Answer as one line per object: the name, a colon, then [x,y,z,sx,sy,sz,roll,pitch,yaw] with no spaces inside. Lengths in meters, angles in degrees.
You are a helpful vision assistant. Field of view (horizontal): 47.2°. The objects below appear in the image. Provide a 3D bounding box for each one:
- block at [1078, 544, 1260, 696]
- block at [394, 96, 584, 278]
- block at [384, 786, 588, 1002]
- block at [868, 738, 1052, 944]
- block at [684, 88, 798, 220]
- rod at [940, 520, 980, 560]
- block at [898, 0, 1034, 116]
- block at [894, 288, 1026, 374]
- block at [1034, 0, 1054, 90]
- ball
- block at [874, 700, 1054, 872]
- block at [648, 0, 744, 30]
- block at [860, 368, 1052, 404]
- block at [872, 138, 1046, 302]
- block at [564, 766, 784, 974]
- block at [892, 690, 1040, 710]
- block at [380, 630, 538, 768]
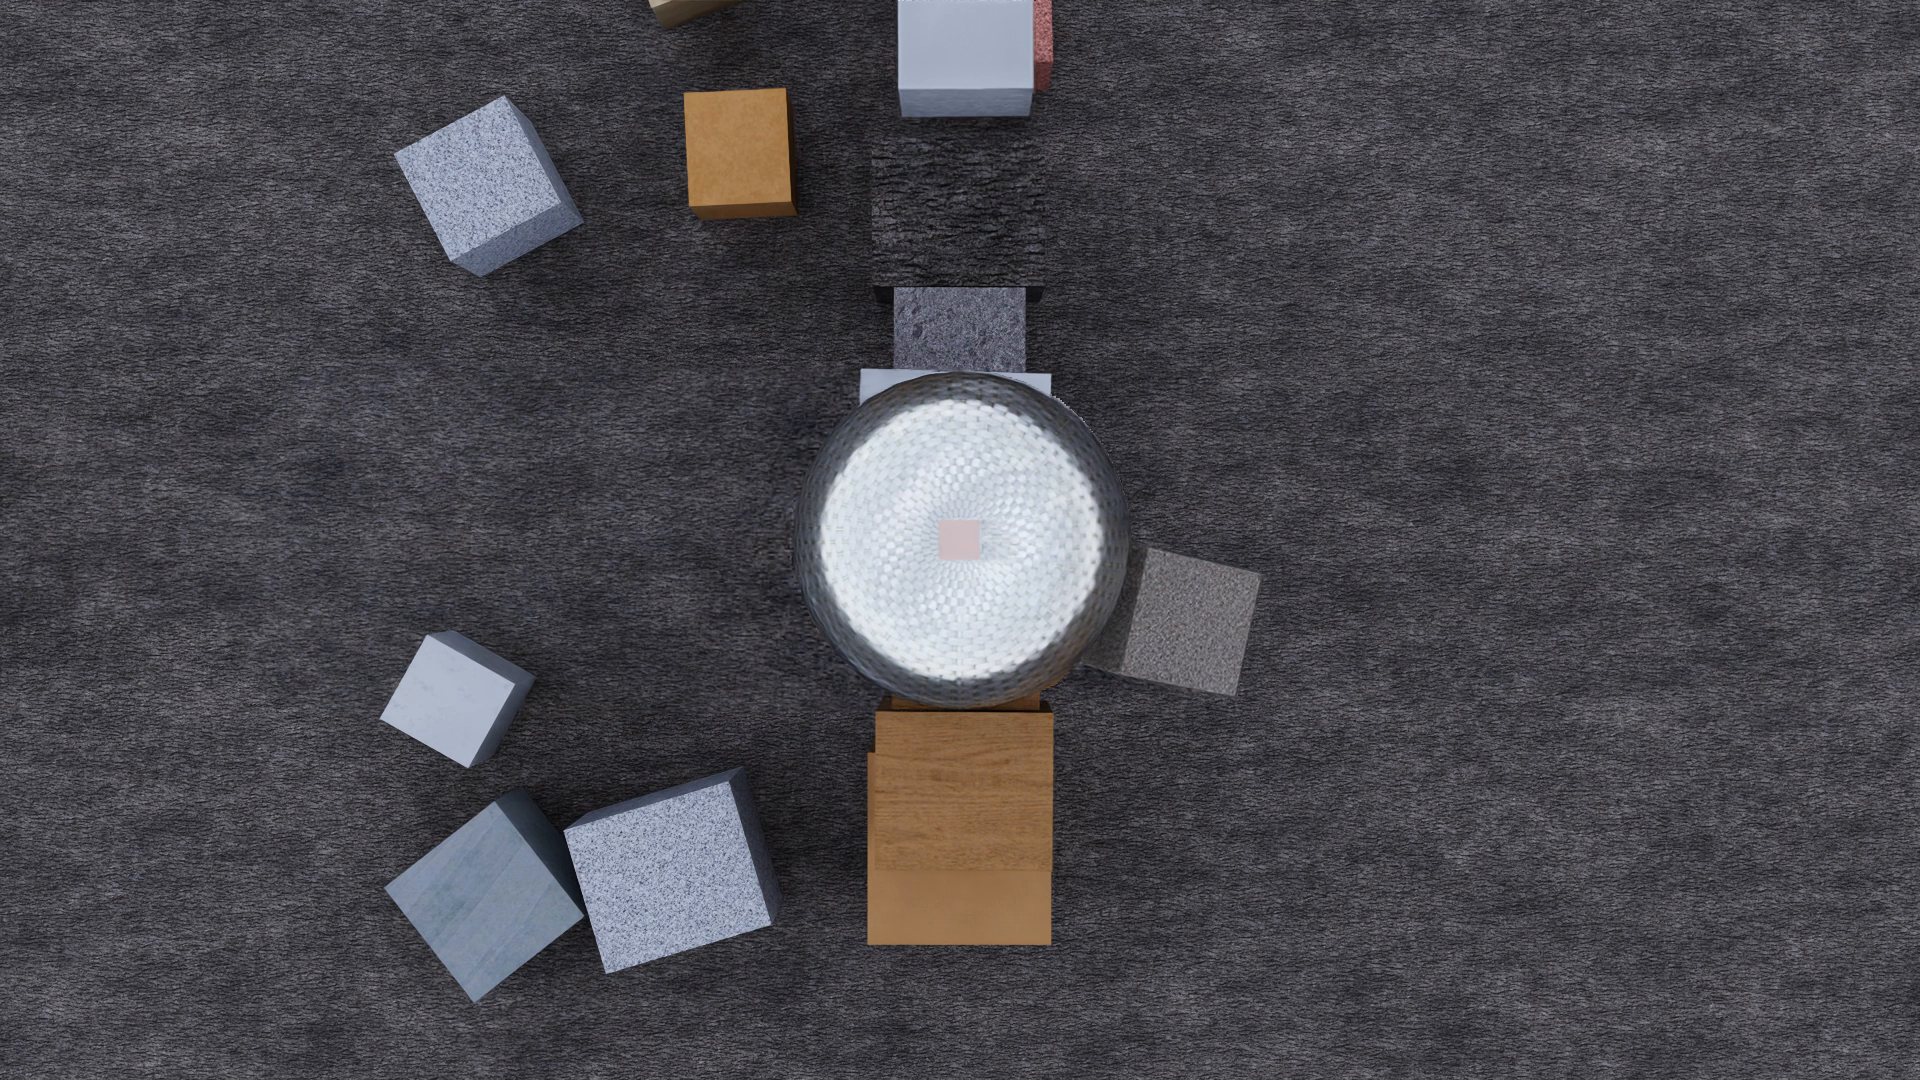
block: [0.931,0.365,11.164,0.746,0.778,0.629,13,90,-34]
block: [-2.685,-2.013,12.618,0.696,0.764,0.674,-28,90,0]
block: [-2.649,2.015,12.622,0.782,0.757,0.814,-38,90,0]
block: [-0.003,1.692,12.528,1.006,0.945,1.055,0,90,0]
block: [-1.261,-2.226,12.731,0.579,0.538,0.643,-3,90,0]
rod: [0.003,0.000,7.000,0.080,5.200,0.080,0,90,0]
block: [0.029,-2.727,11.844,0.704,0.750,0.749,0,90,0]
block: [-0.002,-0.973,12.548,0.724,0.904,0.834,0,90,0]
block: [0.114,-3.078,12.610,0.784,0.780,0.862,-2,90,0]
ball: [0.006,0.000,10.400,1.600,1.600,1.600,0,90,0]
block: [0.020,1.280,11.619,0.904,0.874,0.807,0,90,0]
block: [-1.578,-3.387,12.722,0.582,0.556,0.586,-21,90,0]
block: [-0.033,-0.432,11.674,0.971,0.856,0.900,2,93,0]
block: [-0.008,-1.815,12.582,0.958,0.837,0.820,0,90,0]
block: [-1.620,1.869,12.587,0.955,0.825,0.829,-17,90,0]
block: [0.031,0.450,11.721,0.765,0.807,0.801,1,94,0]
block: [-2.880,0.907,12.679,0.568,0.641,0.542,29,90,0]
